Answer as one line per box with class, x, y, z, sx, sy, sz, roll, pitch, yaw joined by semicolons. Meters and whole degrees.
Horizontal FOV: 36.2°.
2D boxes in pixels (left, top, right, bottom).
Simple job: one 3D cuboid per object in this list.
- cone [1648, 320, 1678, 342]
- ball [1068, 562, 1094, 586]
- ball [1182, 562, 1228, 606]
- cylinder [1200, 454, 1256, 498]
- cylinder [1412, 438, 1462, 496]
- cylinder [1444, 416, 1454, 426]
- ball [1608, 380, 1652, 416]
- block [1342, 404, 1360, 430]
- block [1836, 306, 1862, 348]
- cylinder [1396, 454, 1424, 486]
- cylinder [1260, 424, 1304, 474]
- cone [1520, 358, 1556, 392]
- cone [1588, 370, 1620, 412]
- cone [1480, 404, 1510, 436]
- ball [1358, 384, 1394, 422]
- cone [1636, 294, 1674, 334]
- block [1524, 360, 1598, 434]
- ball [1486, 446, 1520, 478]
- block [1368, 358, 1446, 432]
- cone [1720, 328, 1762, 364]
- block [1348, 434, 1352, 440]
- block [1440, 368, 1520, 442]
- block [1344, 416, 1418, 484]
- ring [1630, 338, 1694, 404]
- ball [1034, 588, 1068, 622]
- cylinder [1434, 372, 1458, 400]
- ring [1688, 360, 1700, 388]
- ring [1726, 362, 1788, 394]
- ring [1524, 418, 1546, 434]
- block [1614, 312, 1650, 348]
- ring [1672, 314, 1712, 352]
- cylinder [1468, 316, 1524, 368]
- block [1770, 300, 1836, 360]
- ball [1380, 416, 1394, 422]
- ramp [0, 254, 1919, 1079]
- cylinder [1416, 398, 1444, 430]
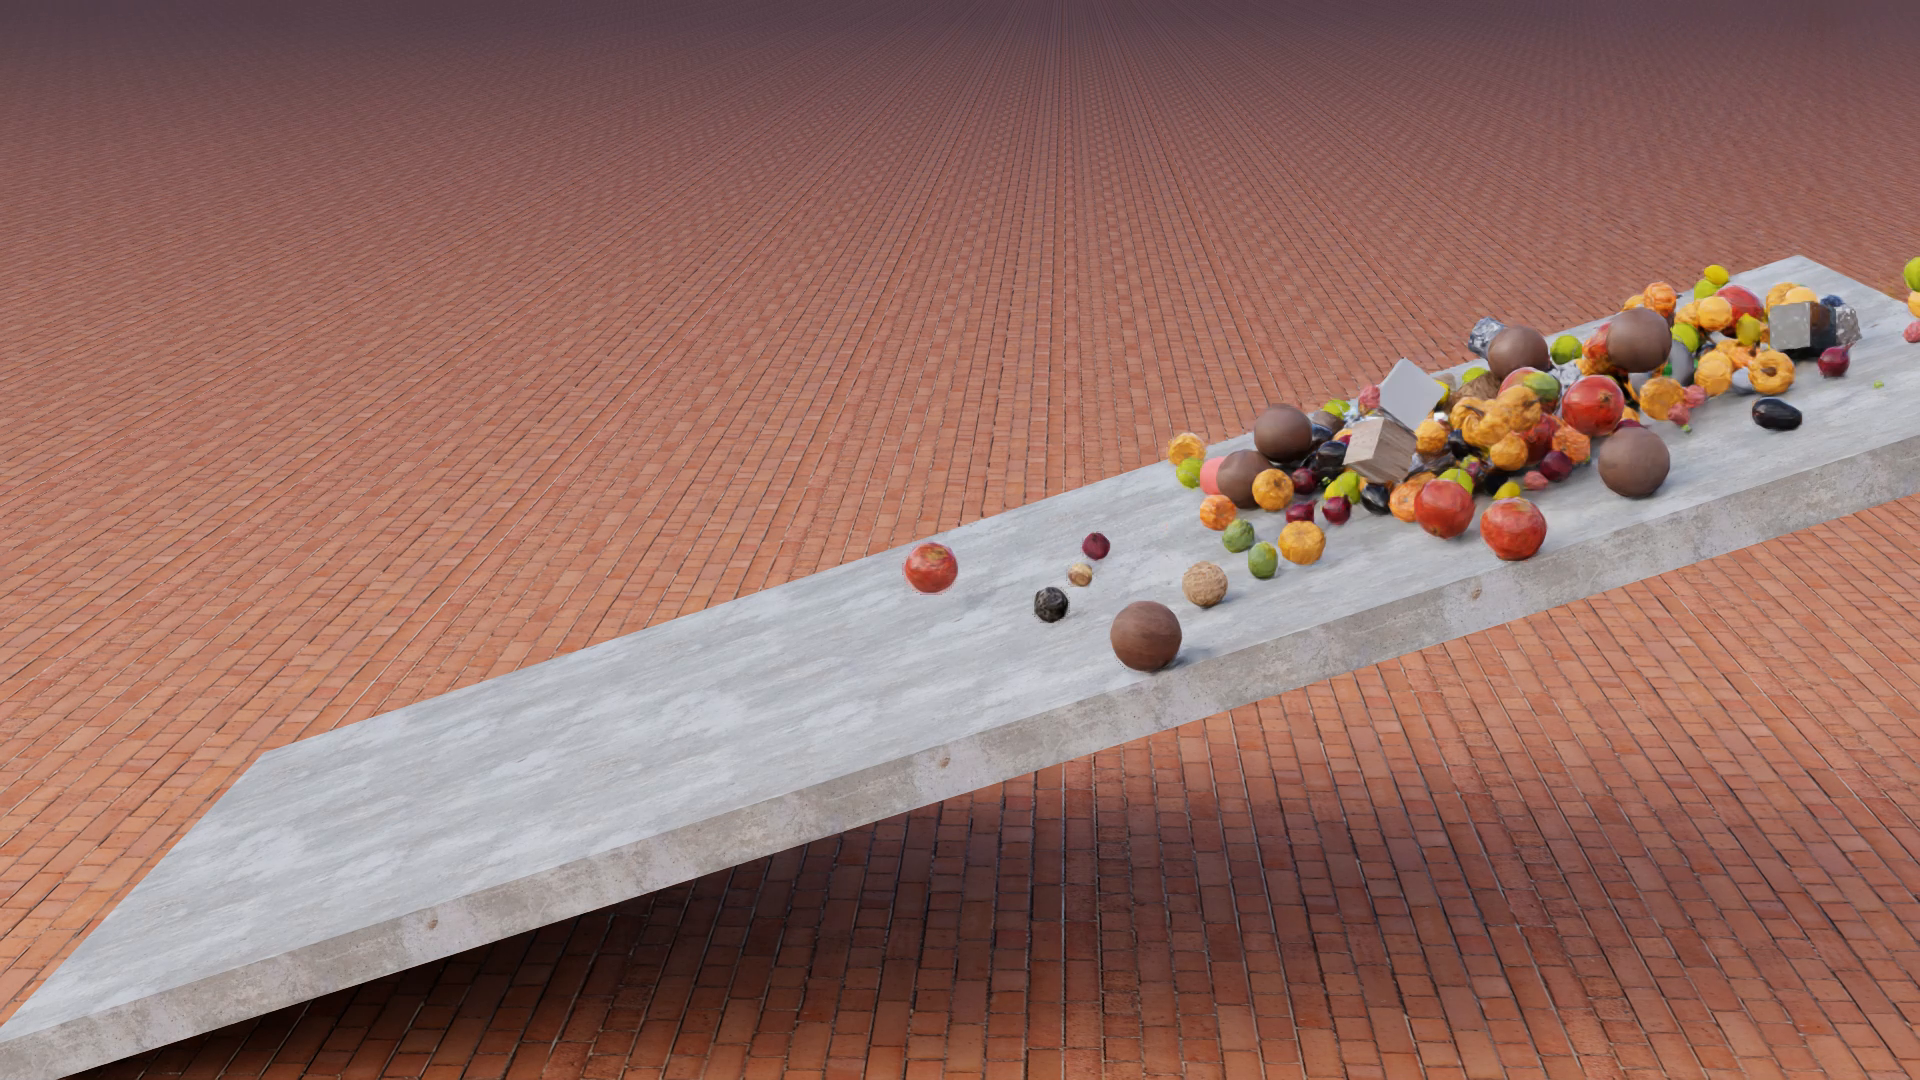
cone;1.579;-0.451;6.565;0.072;0.072;0.072;6;-7;25
ball;0.254;0.073;6.182;0.052;0.052;0.052;0;12;0
ball;0.470;0.085;5.651;0.088;0.088;0.088;0;12;0
cylinder;0.594;-0.140;6.532;0.092;0.092;0.092;-5;0;-23
cylinder;0.956;-0.147;5.953;0.090;0.090;0.090;-21;11;5
cylinder;1.117;-0.277;6.522;0.076;0.076;0.076;7;13;-2
ball;1.385;-0.286;6.077;0.090;0.090;0.090;0;12;0
block;0.922;-0.275;6.708;0.061;0.061;0.061;-33;11;-10
block;1.800;-0.437;6.028;0.065;0.065;0.065;-19;11;2
cylinder;0.881;-0.152;5.862;0.062;0.062;0.062;-14;61;-49
cylinder;0.718;-0.203;6.558;0.092;0.092;0.092;5;-9;1
cone;1.247;-0.348;6.402;0.086;0.086;0.086;-2;-5;-7
cone;1.350;-0.299;6.188;0.085;0.085;0.085;43;-2;2
cone;1.117;-0.267;6.218;0.068;0.068;0.068;-8;51;-34
ball;0.858;-0.266;5.973;0.099;0.099;0.099;0;12;0
cone;1.528;-0.512;6.545;0.088;0.088;0.088;-4;18;-20
block;1.243;-0.296;6.088;0.096;0.096;0.096;-26;-16;-12
ball;1.081;-0.155;5.856;0.066;0.066;0.066;0;12;0
block;0.844;-0.273;5.555;0.100;0.100;0.100;38;2;1
cone;1.611;-0.394;6.106;0.080;0.080;0.080;-13;2;36
block;0.886;-0.221;6.302;0.075;0.075;0.075;-43;-4;0
block;1.114;-0.290;6.306;0.099;0.099;0.099;-27;-8;-35
block;0.823;-0.175;5.758;0.090;0.090;0.090;28;-21;-26
ring;1.433;-0.346;6.007;0.137;0.137;0.046;8;-6;33
ball;0.183;0.131;5.960;0.071;0.071;0.071;0;12;0
cylinder;1.100;-0.339;6.693;0.065;0.065;0.065;-17;-9;-3
ring;1.478;-0.340;6.030;0.028;0.083;0.083;30;-8;-36
ring;1.595;-0.324;5.885;0.122;0.041;0.122;-19;10;4
ring;1.222;-0.243;6.164;0.077;0.026;0.077;-18;10;3
block;1.533;-0.474;6.685;0.054;0.054;0.054;-42;29;8
ring;1.599;-0.452;6.424;0.031;0.093;0.093;29;-6;-34
cylinder;1.261;-0.465;6.927;0.092;0.092;0.092;33;29;31
block;1.707;-0.425;5.959;0.093;0.093;0.093;9;-10;-41
ball;0.948;-0.249;6.581;0.056;0.056;0.056;0;12;0
ramp;0.106;0.181;6.306;4.000;0.100;2.000;-18;11;6
cylinder;1.020;-0.291;6.579;0.088;0.088;0.088;-8;4;-33
